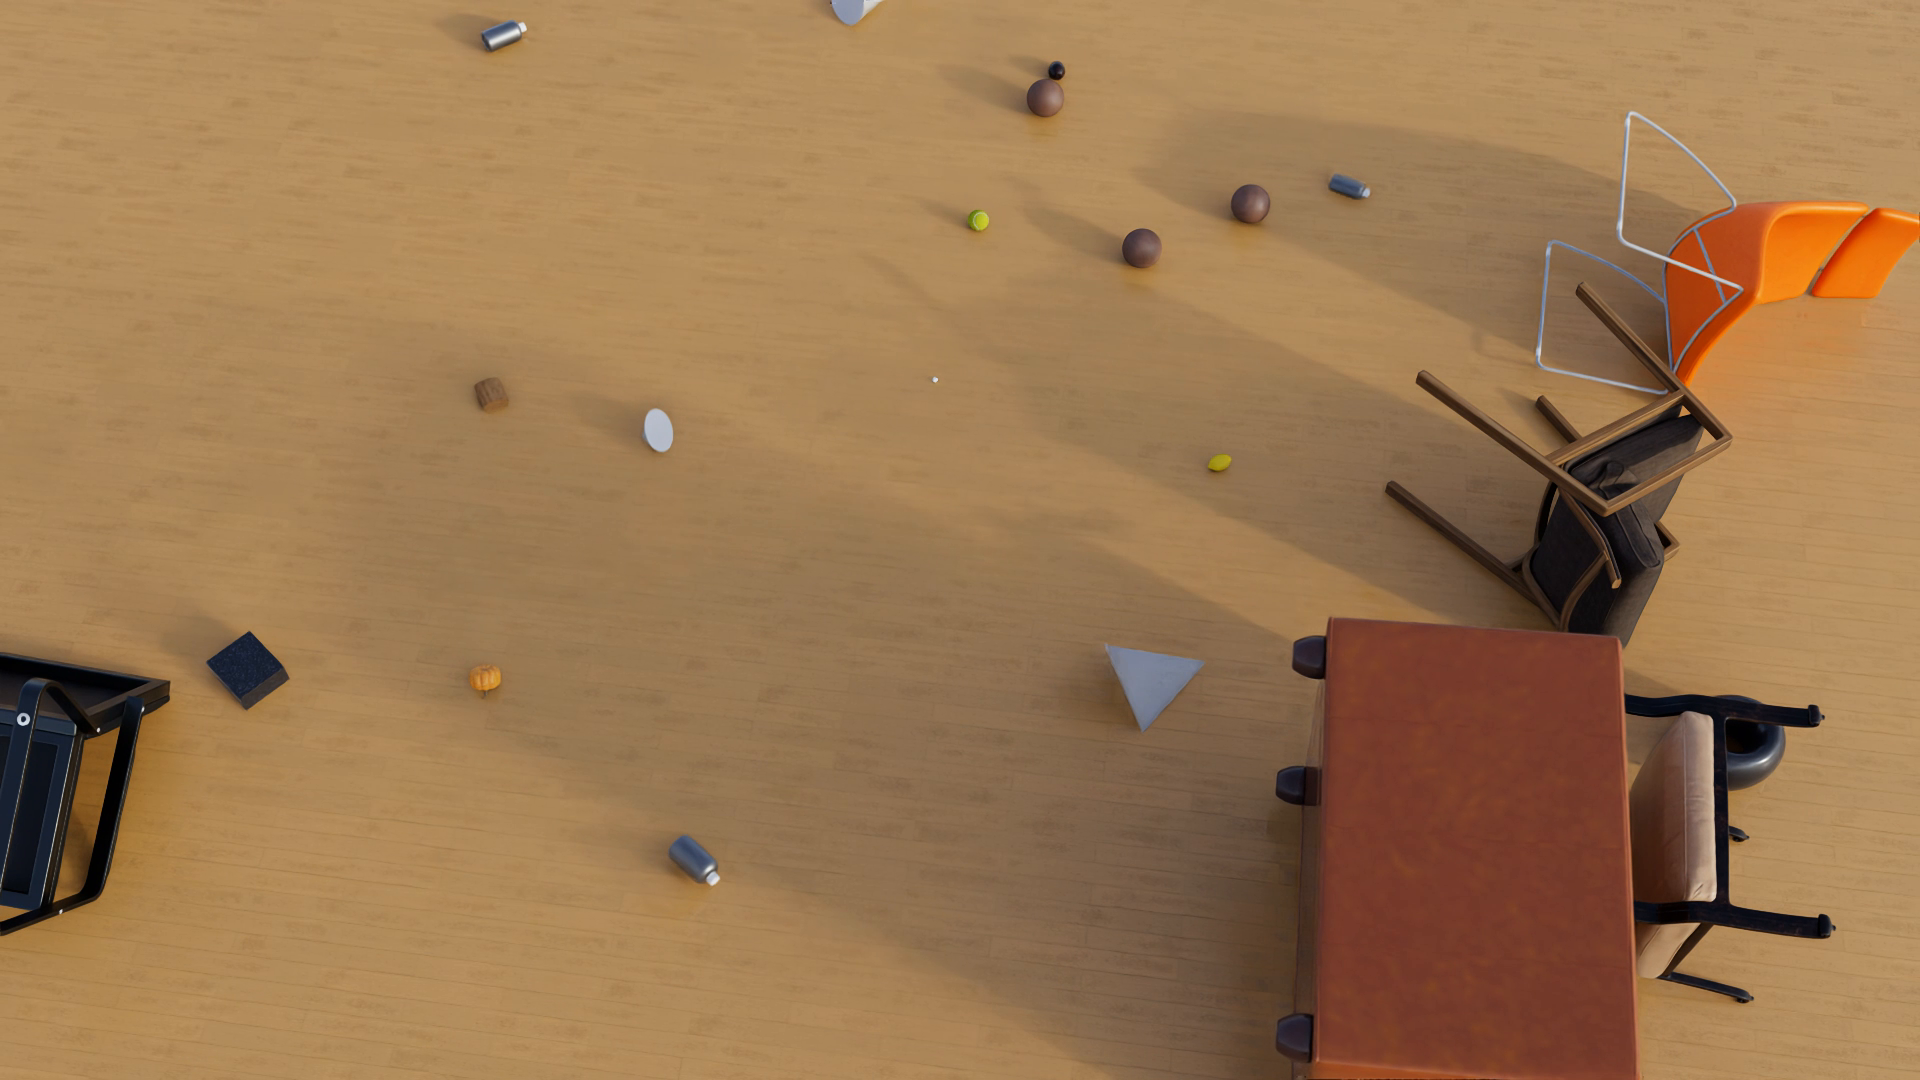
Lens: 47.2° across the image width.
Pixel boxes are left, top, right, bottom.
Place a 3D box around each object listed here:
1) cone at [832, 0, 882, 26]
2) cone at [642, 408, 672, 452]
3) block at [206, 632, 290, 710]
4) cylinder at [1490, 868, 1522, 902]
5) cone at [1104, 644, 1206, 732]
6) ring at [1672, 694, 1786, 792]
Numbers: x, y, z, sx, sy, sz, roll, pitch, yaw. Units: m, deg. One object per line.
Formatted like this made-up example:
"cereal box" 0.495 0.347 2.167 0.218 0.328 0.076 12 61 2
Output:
"cone" -0.319 -1.948 7.828 0.223 0.180 0.211 -18 88 -40
"cone" -0.953 -0.327 6.765 0.076 0.119 0.140 -18 59 35
"block" -2.034 0.373 6.283 0.150 0.068 0.169 -39 64 -23
"cylinder" 1.447 0.913 5.828 0.071 0.062 0.093 -1 50 1
"cone" 0.532 0.432 6.211 0.309 0.264 0.230 11 88 -33
"ring" 2.130 0.562 6.096 0.311 0.169 0.265 -9 59 -8
